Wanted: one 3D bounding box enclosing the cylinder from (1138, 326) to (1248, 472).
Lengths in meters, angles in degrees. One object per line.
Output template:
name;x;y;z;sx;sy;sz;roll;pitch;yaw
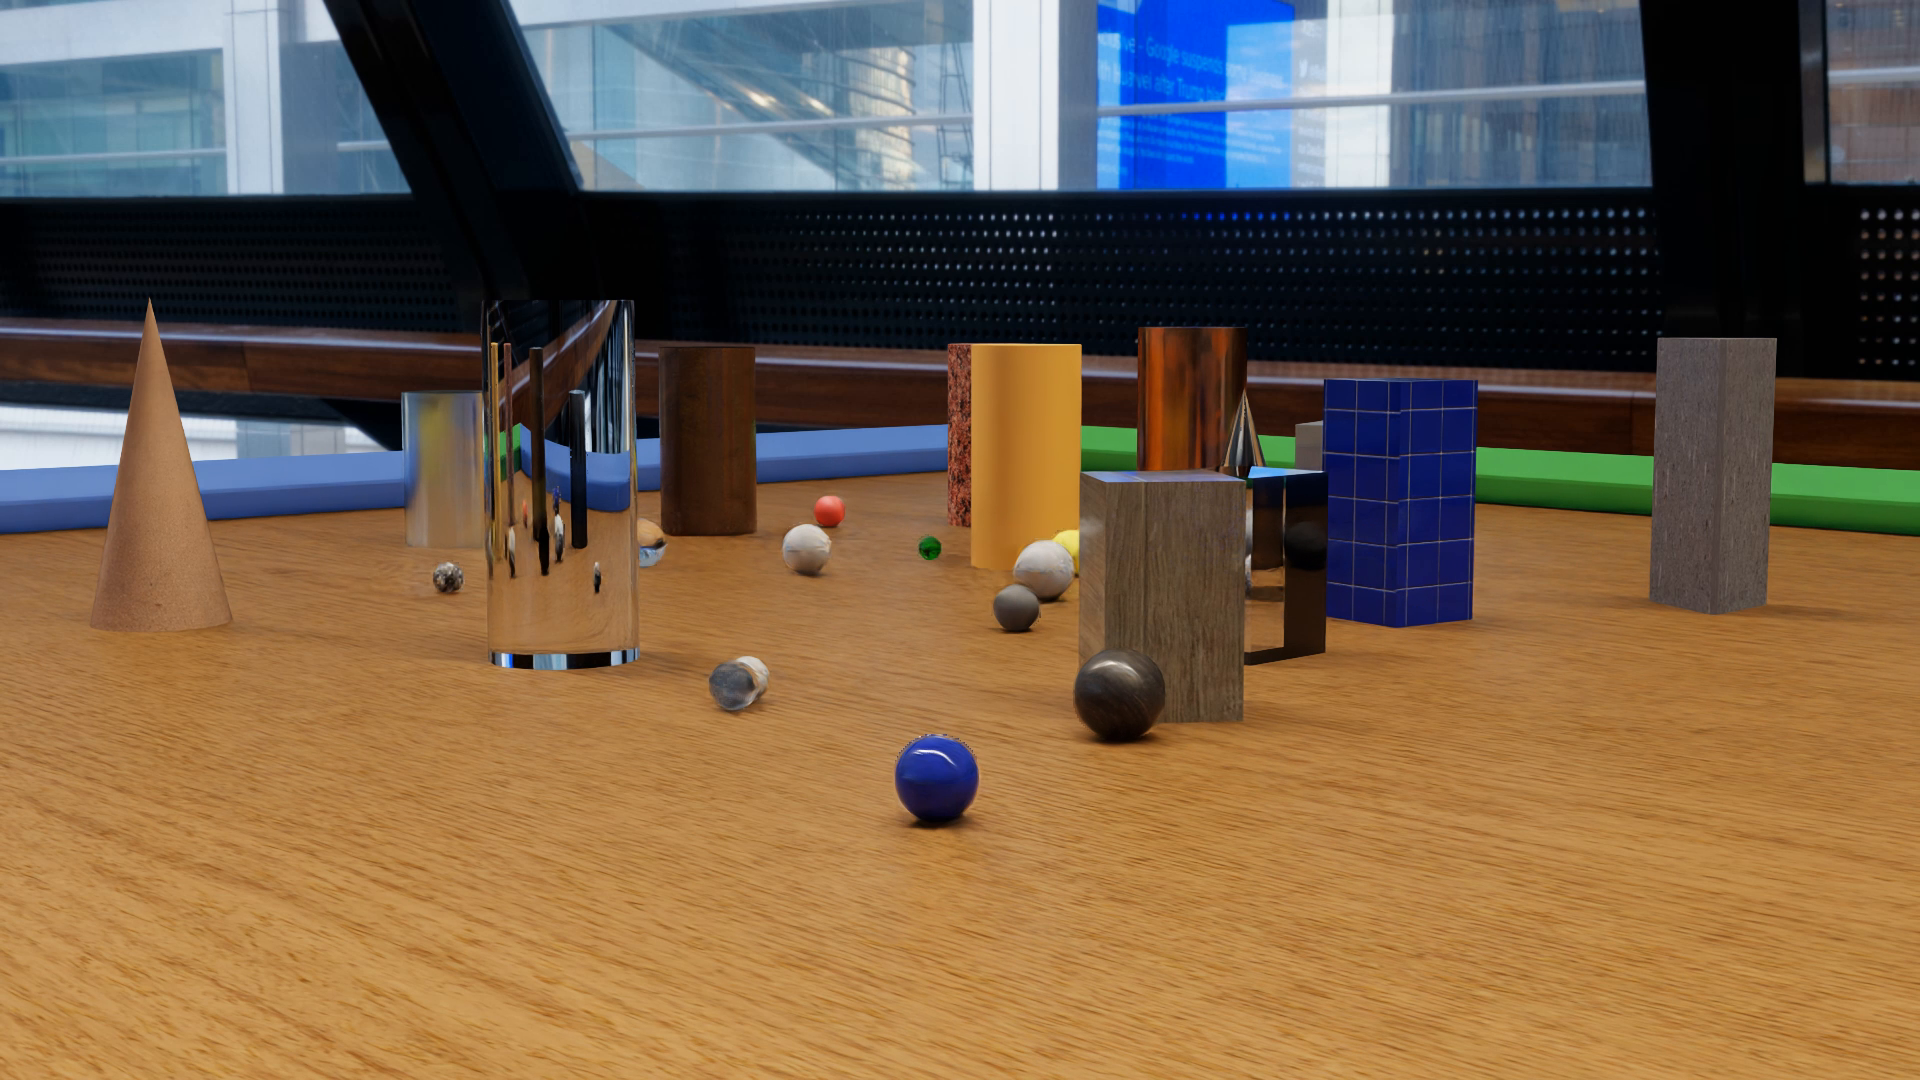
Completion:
cylinder;0.408;-0.168;3.876;0.191;0.411;0.191;0;6;0

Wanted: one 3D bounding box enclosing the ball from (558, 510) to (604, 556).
ball;-0.684;-0.013;3.967;0.083;0.083;0.083;0;6;0

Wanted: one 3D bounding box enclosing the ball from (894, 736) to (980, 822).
ball;-0.020;0.208;1.912;0.074;0.074;0.074;0;6;0

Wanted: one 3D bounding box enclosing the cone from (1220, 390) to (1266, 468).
cone;0.448;-0.081;3.482;0.191;0.320;0.191;0;6;0

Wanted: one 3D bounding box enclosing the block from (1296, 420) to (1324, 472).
block;0.689;-0.084;3.884;0.153;0.243;0.153;3;7;27

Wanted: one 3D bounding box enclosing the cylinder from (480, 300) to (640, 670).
cylinder;-0.506;-0.076;2.789;0.191;0.455;0.191;0;6;0

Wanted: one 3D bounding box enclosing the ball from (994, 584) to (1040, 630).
ball;0.078;0.094;3.045;0.064;0.064;0.064;0;6;0

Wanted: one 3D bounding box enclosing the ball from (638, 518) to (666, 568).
ball;-0.548;0.006;3.786;0.084;0.084;0.084;0;6;0

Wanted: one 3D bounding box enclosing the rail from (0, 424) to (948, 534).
rail;-1.372;-0.123;4.811;4.141;0.124;0.045;-6;8;-42

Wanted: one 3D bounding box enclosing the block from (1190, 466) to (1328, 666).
block;0.366;0.029;2.844;0.153;0.235;0.153;-6;8;-43

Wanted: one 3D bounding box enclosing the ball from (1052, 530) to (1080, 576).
ball;0.187;0.021;3.676;0.076;0.076;0.076;0;6;0

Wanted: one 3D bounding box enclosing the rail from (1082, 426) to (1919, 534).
rail;1.504;-0.113;4.713;0.045;0.124;4.093;-6;8;-42

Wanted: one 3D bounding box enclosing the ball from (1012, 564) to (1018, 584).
ball;0.115;0.052;3.444;0.064;0.064;0.064;0;6;0

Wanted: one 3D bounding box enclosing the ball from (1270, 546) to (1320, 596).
ball;0.513;0.048;3.367;0.078;0.078;0.078;0;6;0

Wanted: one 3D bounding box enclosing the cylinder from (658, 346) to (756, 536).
cylinder;-0.502;-0.199;4.379;0.191;0.368;0.191;0;6;0

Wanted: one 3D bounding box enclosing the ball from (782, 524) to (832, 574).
ball;-0.257;0.016;3.692;0.084;0.084;0.084;0;6;0

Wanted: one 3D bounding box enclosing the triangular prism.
triangular prism;1.106;-0.101;3.292;0.143;0.400;0.166;6;8;45

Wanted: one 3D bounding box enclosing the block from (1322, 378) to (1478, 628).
block;0.630;-0.059;3.162;0.153;0.343;0.153;-4;7;-34

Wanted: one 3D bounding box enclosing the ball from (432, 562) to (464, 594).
ball;-0.802;0.060;3.448;0.048;0.048;0.048;0;6;0

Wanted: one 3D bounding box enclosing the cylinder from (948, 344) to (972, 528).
cylinder;0.070;-0.219;4.550;0.191;0.371;0.191;0;6;0

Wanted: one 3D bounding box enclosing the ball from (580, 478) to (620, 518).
ball;-0.768;-0.089;4.691;0.083;0.083;0.083;0;6;0

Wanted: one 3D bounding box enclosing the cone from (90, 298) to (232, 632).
cone;-1.136;-0.112;3.106;0.191;0.461;0.191;0;6;0

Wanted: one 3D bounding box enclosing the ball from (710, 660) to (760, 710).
ball;-0.251;0.162;2.444;0.055;0.055;0.055;0;6;0

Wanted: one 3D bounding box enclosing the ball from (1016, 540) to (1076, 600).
ball;0.130;0.046;3.367;0.092;0.092;0.092;0;6;0

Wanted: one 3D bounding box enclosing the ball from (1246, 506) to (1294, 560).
ball;0.551;-0.012;3.895;0.096;0.096;0.096;0;6;0

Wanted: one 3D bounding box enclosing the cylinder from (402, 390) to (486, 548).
cylinder;-0.957;-0.137;4.169;0.191;0.288;0.191;0;6;0

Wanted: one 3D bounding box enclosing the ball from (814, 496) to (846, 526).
ball;-0.266;-0.059;4.493;0.064;0.064;0.064;0;6;0

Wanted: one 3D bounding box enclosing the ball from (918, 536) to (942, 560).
ball;-0.054;0.015;3.903;0.041;0.041;0.041;0;6;0

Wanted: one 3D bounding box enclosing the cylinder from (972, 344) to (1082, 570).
cylinder;0.115;-0.147;3.816;0.191;0.382;0.191;0;6;0

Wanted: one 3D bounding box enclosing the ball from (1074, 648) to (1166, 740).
ball;0.166;0.159;2.278;0.095;0.095;0.095;0;6;0

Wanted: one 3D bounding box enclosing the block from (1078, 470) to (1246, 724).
block;0.221;0.059;2.432;0.153;0.261;0.153;-1;6;-7

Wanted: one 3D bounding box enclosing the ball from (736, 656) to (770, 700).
ball;-0.241;0.158;2.496;0.051;0.051;0.051;0;6;0
